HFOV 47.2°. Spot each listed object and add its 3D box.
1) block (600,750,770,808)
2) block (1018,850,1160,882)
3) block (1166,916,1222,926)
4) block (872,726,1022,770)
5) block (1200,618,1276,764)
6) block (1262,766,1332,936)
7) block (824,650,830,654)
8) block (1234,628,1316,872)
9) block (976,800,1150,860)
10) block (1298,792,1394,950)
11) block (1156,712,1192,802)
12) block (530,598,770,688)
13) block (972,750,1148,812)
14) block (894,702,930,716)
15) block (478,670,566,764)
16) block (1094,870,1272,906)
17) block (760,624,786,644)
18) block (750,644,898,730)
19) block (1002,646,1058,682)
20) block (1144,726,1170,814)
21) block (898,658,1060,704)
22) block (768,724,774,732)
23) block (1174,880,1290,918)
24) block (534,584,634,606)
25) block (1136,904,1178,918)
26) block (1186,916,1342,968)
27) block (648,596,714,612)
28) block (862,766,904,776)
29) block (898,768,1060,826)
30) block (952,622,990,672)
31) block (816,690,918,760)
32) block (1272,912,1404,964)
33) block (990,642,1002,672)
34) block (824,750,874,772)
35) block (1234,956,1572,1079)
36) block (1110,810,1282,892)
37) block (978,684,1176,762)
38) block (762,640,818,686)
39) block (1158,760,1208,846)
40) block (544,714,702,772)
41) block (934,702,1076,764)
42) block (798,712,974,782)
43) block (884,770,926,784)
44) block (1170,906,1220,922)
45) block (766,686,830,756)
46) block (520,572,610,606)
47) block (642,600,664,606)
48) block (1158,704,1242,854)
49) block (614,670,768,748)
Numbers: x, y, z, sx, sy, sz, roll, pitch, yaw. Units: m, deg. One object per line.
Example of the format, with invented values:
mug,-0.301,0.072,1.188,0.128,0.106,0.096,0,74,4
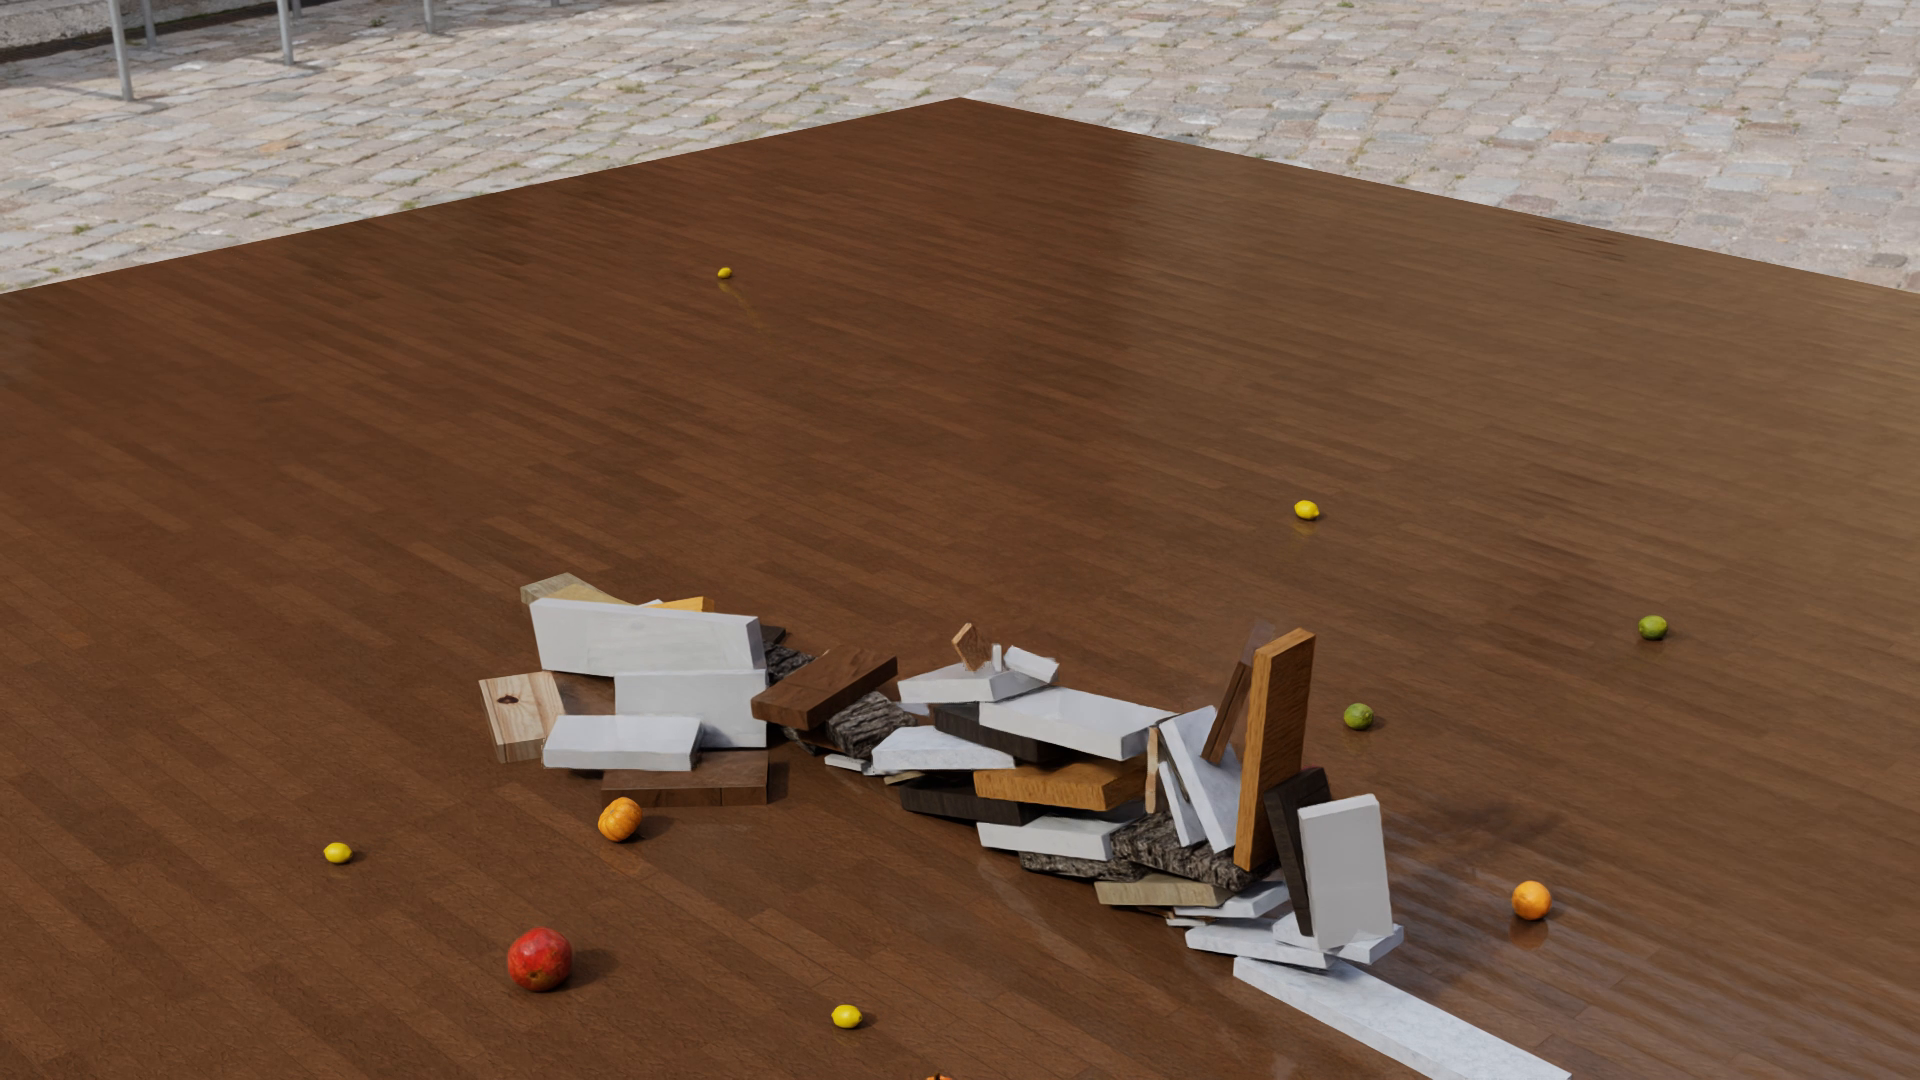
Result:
block,-0.564,0.494,4.541,0.334,0.043,0.152,-1,23,-2
block,0.270,0.592,4.188,0.151,0.043,0.302,-21,12,-40
block,0.431,0.696,4.056,0.049,0.014,0.097,-21,8,-41
block,-0.008,0.410,4.359,0.297,0.042,0.149,-3,13,22
block,0.484,0.264,3.837,0.035,0.246,0.123,22,42,8
block,0.609,0.538,3.804,0.130,0.259,0.037,-21,8,-41
block,-0.284,0.308,4.794,0.071,0.020,0.141,32,41,-10
block,0.539,0.362,3.780,0.035,0.421,0.123,24,33,39
block,0.214,0.549,4.235,0.174,0.049,0.348,-21,12,-39
block,0.649,0.559,3.697,0.130,0.259,0.037,-11,23,-2
block,0.408,0.388,3.933,0.077,0.154,0.022,-6,-19,-45
block,-0.697,0.231,4.889,0.622,0.159,0.045,4,21,32
block,0.208,0.451,4.202,0.174,0.049,0.348,-21,13,-41
block,-0.141,0.381,4.838,0.141,0.020,0.071,-4,23,-8
block,-0.948,0.383,4.800,0.159,0.045,0.319,-7,24,-17
block,0.407,0.623,4.047,0.151,0.043,0.302,-21,7,-40
block,-0.468,0.240,5.170,0.071,0.020,0.141,7,24,15
block,-0.285,0.310,4.647,0.152,0.043,0.304,9,25,35
block,0.135,0.239,4.229,0.100,0.014,0.050,20,35,11
block,0.371,0.412,3.974,0.022,0.154,0.077,10,11,43
block,0.033,0.280,4.361,0.162,0.046,0.323,-15,4,-34
block,-0.459,0.329,4.868,0.239,0.034,0.119,35,39,31
block,0.489,0.645,3.959,0.101,0.029,0.202,-20,7,-38
block,-0.865,0.176,5.198,0.272,0.039,0.136,17,28,34
block,0.380,0.683,4.106,0.049,0.014,0.097,-21,17,-39
block,0.555,0.713,3.924,0.101,0.029,0.313,-21,13,-41
block,-0.675,0.214,4.974,0.272,0.136,0.039,-10,-21,34
block,-0.148,0.472,4.580,0.109,0.015,0.054,-8,12,45
block,0.058,0.501,4.391,0.174,0.049,0.348,-21,14,-40
block,0.022,0.210,4.283,0.014,0.100,0.050,27,68,41
block,-0.220,0.367,4.598,0.148,0.042,0.297,-16,23,-24
block,0.655,0.681,3.810,0.203,0.029,0.101,7,21,45
block,0.070,0.226,4.255,0.014,0.050,0.100,-1,1,-3
block,-0.227,0.462,4.625,0.109,0.015,0.054,6,21,43
block,0.746,0.827,3.765,0.130,0.037,0.601,-21,31,-40
block,0.435,0.557,3.987,0.151,0.043,0.302,-20,20,-39
block,0.223,0.338,4.138,0.162,0.046,0.376,-16,17,-40
block,-0.435,0.269,4.855,0.239,0.034,0.119,16,28,28
block,0.409,0.465,3.950,0.077,0.154,0.022,-15,-2,-41
block,-0.702,0.423,4.594,0.304,0.043,0.152,1,23,3
block,0.111,0.360,4.291,0.162,0.046,0.323,-14,16,-35
block,-0.130,0.411,4.577,0.422,0.042,0.149,10,26,36
block,-0.100,0.479,4.545,0.109,0.015,0.054,-18,5,37
block,0.440,0.676,4.037,0.049,0.014,0.097,-21,19,-40
block,-0.355,0.375,4.765,0.239,0.034,0.119,32,37,30
block,-0.791,0.218,5.198,0.136,0.039,0.705,-19,30,-38
block,-0.592,0.258,4.987,0.071,0.020,0.414,-20,44,-39
block,0.452,0.424,3.910,0.123,0.246,0.035,-12,-15,-46
block,-0.574,0.361,4.697,0.319,0.159,0.045,-1,7,-2
